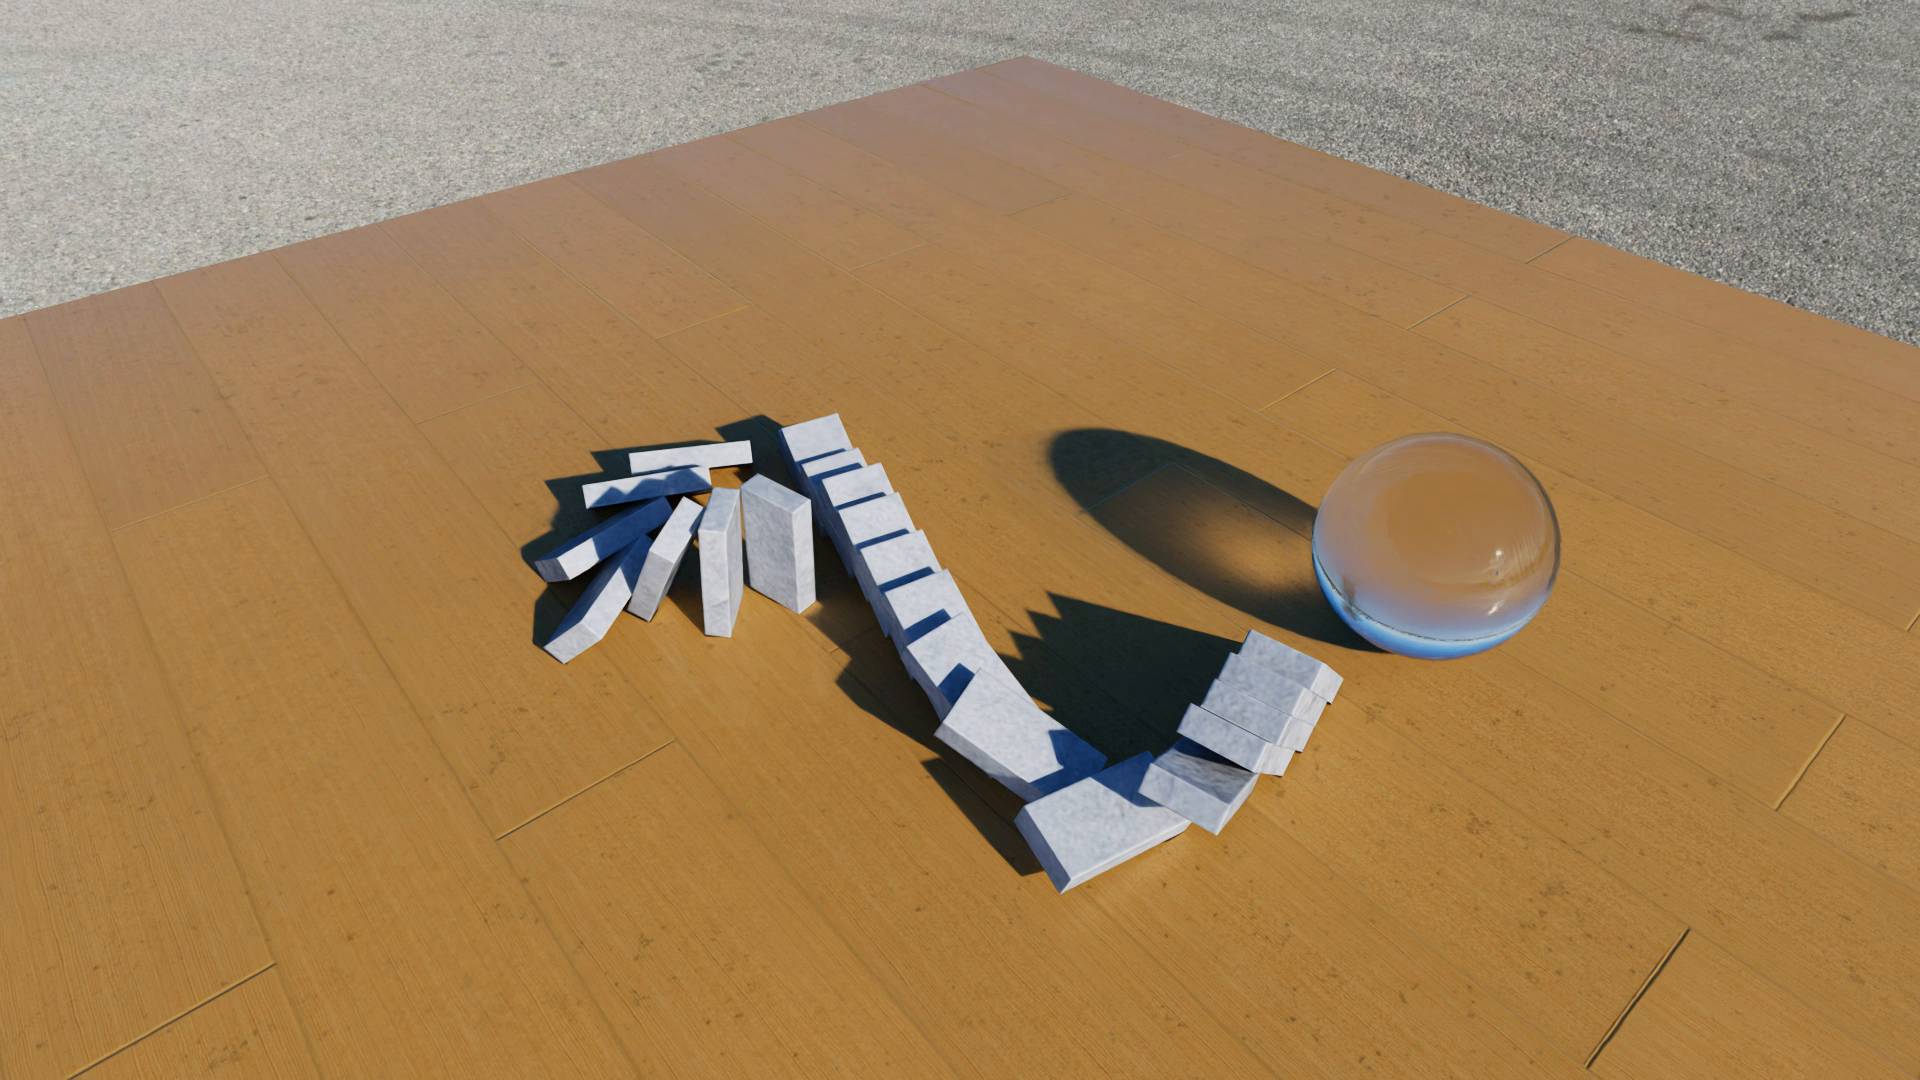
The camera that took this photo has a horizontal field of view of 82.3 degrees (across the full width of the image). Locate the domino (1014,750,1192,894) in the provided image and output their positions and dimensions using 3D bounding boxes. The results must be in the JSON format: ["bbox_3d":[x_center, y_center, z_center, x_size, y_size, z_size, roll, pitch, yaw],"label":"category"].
[{"bbox_3d":[0.044,0.084,0.330,0.050,0.009,0.025,-15,55,-32],"label":"domino"}]

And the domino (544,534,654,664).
[{"bbox_3d":[-0.131,0.021,0.407,0.025,0.010,0.050,-30,25,33],"label":"domino"}]

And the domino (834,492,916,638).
[{"bbox_3d":[-0.026,0.009,0.413,0.025,0.009,0.050,-19,73,-22],"label":"domino"}]

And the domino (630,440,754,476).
[{"bbox_3d":[-0.115,-0.035,0.477,0.050,0.009,0.025,-7,5,-9],"label":"domino"}]

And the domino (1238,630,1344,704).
[{"bbox_3d":[0.111,0.042,0.365,0.025,0.050,0.010,26,90,28],"label":"domino"}]

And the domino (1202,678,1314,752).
[{"bbox_3d":[0.095,0.056,0.349,0.025,0.050,0.010,26,90,28],"label":"domino"}]

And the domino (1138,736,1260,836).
[{"bbox_3d":[0.074,0.072,0.333,0.025,0.009,0.050,26,12,23],"label":"domino"}]

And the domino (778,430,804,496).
[{"bbox_3d":[-0.062,-0.034,0.485,0.025,0.010,0.050,-13,41,-15],"label":"domino"}]

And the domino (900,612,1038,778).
[{"bbox_3d":[0.005,0.051,0.365,0.025,0.010,0.050,-30,73,-30],"label":"domino"}]

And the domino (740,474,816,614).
[{"bbox_3d":[-0.067,0.002,0.408,0.025,0.050,0.010,26,46,23],"label":"domino"}]

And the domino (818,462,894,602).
[{"bbox_3d":[-0.033,-0.003,0.427,0.025,0.009,0.050,-18,73,-22],"label":"domino"}]

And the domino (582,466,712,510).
[{"bbox_3d":[-0.130,-0.022,0.459,0.050,0.009,0.025,-10,2,-12],"label":"domino"}]

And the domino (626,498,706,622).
[{"bbox_3d":[-0.107,0.008,0.400,0.009,0.050,0.025,29,53,-9],"label":"domino"}]

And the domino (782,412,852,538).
[{"bbox_3d":[-0.055,-0.028,0.461,0.025,0.009,0.050,-18,67,-17],"label":"domino"}]

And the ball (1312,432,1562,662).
[{"bbox_3d":[0.165,0.002,0.385,0.080,0.080,0.080,0,39,0],"label":"ball"}]

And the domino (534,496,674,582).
[{"bbox_3d":[-0.140,-0.001,0.435,0.025,0.009,0.050,-7,24,49],"label":"domino"}]

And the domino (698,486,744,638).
[{"bbox_3d":[-0.087,0.008,0.401,0.009,0.050,0.025,6,39,-2],"label":"domino"}]

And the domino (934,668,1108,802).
[{"bbox_3d":[0.019,0.065,0.348,0.050,0.010,0.025,35,49,4],"label":"domino"}]

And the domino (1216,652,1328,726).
[{"bbox_3d":[0.102,0.049,0.358,0.025,0.050,0.009,26,90,28],"label":"domino"}]

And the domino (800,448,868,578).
[{"bbox_3d":[-0.043,-0.012,0.442,0.025,0.009,0.050,-20,67,-22],"label":"domino"}]

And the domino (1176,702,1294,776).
[{"bbox_3d":[0.086,0.062,0.341,0.025,0.050,0.009,26,90,28],"label":"domino"}]

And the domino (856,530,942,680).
[{"bbox_3d":[-0.016,0.023,0.398,0.025,0.009,0.050,-18,70,-22],"label":"domino"}]

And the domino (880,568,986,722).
[{"bbox_3d":[-0.005,0.037,0.382,0.025,0.010,0.050,-20,69,-23],"label":"domino"}]
